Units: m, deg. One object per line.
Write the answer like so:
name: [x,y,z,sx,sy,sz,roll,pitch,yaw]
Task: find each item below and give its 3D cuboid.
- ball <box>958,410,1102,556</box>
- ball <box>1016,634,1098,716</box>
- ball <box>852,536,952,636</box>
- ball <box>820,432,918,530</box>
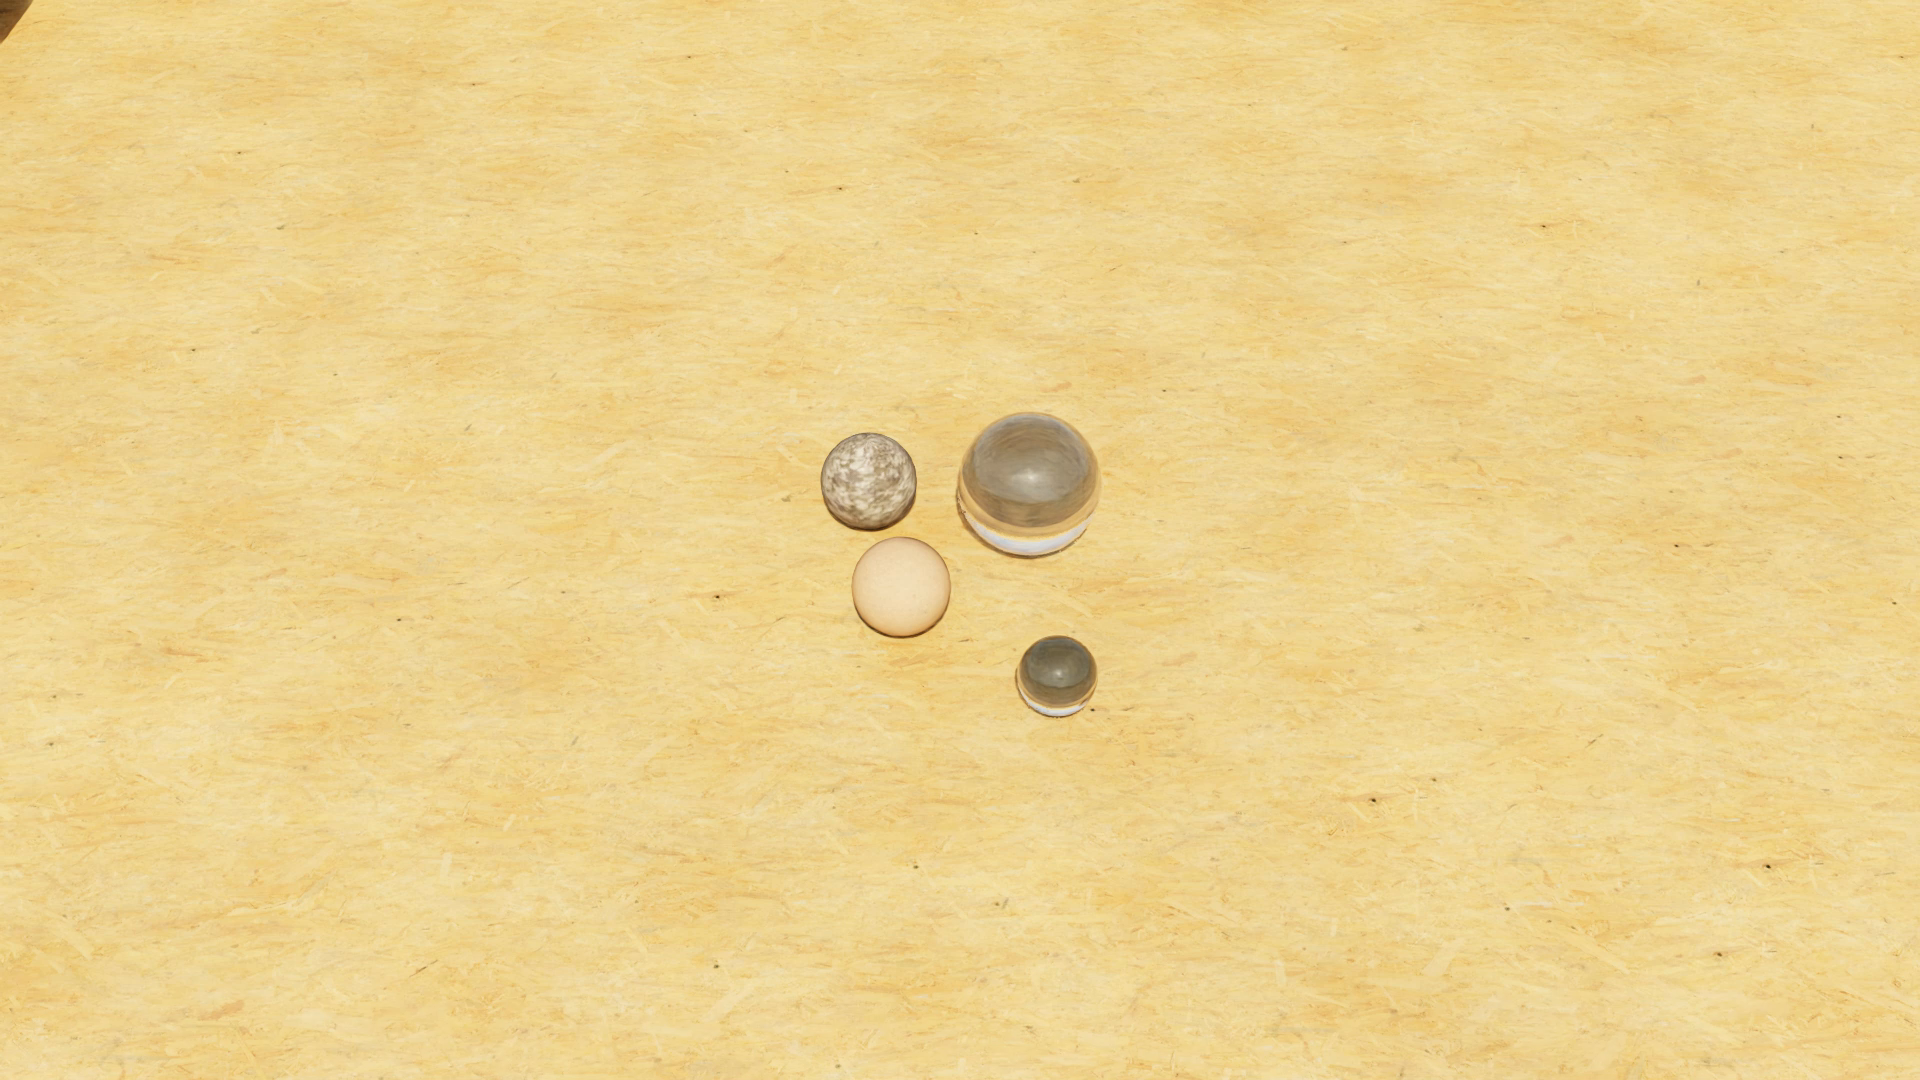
ball: [0.046,-0.037,1.681,0.095,0.095,0.095,0,36,0]
ball: [0.059,0.082,1.556,0.050,0.050,0.050,0,36,0]
ball: [-0.037,0.029,1.617,0.063,0.063,0.063,0,36,0]
ball: [-0.061,-0.039,1.710,0.065,0.065,0.065,0,36,0]
